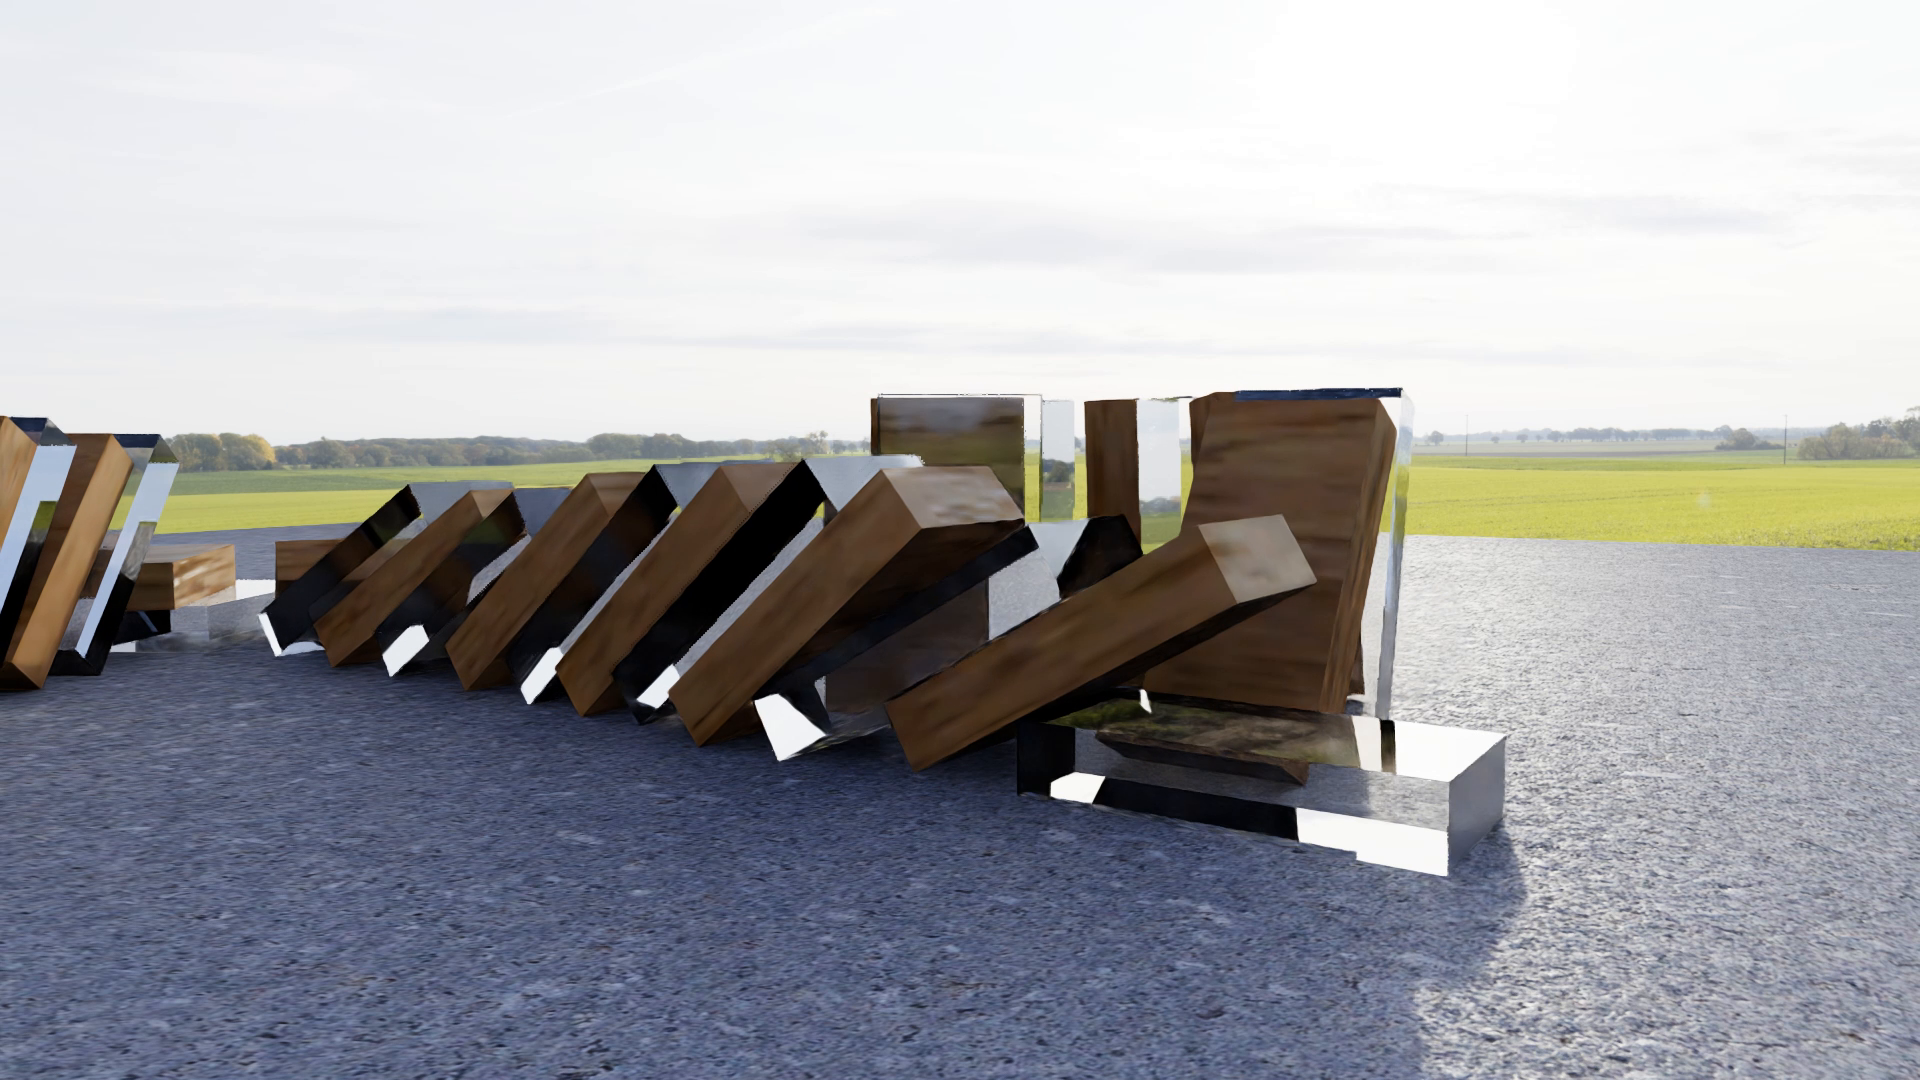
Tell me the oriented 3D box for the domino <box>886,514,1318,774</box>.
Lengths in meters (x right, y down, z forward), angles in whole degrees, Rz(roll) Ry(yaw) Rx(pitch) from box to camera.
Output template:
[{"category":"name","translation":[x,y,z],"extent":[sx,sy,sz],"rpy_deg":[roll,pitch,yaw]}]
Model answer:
[{"category":"domino","translation":[0.017,0.013,0.162],"extent":[0.050,0.009,0.025],"rpy_deg":[-33,-15,32]}]

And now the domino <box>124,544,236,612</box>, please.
[{"category":"domino","translation":[-0.176,0.008,0.276],"extent":[0.025,0.009,0.050],"rpy_deg":[-1,4,-17]}]

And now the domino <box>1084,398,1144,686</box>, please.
[{"category":"domino","translation":[0.030,0.000,0.236],"extent":[0.010,0.050,0.025],"rpy_deg":[-1,4,13]}]

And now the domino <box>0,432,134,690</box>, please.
[{"category":"domino","translation":[-0.173,0.003,0.232],"extent":[0.025,0.050,0.010],"rpy_deg":[0,-35,-4]}]

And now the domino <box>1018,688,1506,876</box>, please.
[{"category":"domino","translation":[0.035,0.027,0.150],"extent":[0.050,0.009,0.025],"rpy_deg":[3,5,35]}]

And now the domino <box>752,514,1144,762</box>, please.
[{"category":"domino","translation":[-0.001,0.013,0.171],"extent":[0.050,0.009,0.025],"rpy_deg":[-33,-14,31]}]

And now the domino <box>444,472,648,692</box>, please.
[{"category":"domino","translation":[-0.064,0.007,0.220],"extent":[0.050,0.009,0.025],"rpy_deg":[-42,-20,30]}]

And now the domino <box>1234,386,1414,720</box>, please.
[{"category":"domino","translation":[0.053,0.003,0.193],"extent":[0.025,0.050,0.010],"rpy_deg":[3,-10,31]}]

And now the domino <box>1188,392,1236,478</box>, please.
[{"category":"domino","translation":[0.053,0.001,0.212],"extent":[0.025,0.050,0.010],"rpy_deg":[-1,-4,-16]}]

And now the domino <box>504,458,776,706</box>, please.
[{"category":"domino","translation":[-0.050,0.007,0.208],"extent":[0.050,0.009,0.025],"rpy_deg":[-45,-20,30]}]

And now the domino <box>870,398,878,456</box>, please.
[{"category":"domino","translation":[-0.002,0.001,0.216],"extent":[0.025,0.050,0.009],"rpy_deg":[0,4,4]}]

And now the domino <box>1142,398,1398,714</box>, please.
[{"category":"domino","translation":[0.043,0.005,0.179],"extent":[0.025,0.050,0.009],"rpy_deg":[3,-22,36]}]

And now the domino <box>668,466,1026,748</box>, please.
[{"category":"domino","translation":[-0.016,0.009,0.180],"extent":[0.050,0.009,0.025],"rpy_deg":[-44,-20,28]}]

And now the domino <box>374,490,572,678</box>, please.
[{"category":"domino","translation":[-0.082,0.008,0.232],"extent":[0.050,0.010,0.025],"rpy_deg":[-36,-17,32]}]

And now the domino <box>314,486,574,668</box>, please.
[{"category":"domino","translation":[-0.097,0.007,0.245],"extent":[0.050,0.010,0.025],"rpy_deg":[-33,-11,25]}]

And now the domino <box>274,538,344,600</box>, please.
[{"category":"domino","translation":[-0.123,0.010,0.283],"extent":[0.050,0.009,0.025],"rpy_deg":[-2,-32,-30]}]

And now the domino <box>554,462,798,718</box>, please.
[{"category":"domino","translation":[-0.039,0.008,0.199],"extent":[0.050,0.009,0.025],"rpy_deg":[-45,-20,30]}]

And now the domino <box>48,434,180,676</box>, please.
[{"category":"domino","translation":[-0.171,0.002,0.245],"extent":[0.025,0.050,0.009],"rpy_deg":[0,-35,-5]}]

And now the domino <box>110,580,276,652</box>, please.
[{"category":"domino","translation":[-0.166,0.016,0.287],"extent":[0.025,0.010,0.050],"rpy_deg":[0,4,0]}]

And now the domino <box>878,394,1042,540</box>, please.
[{"category":"domino","translation":[0.000,0.002,0.201],"extent":[0.025,0.050,0.009],"rpy_deg":[0,4,0]}]

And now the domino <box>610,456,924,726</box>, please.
[{"category":"domino","translation":[-0.027,0.007,0.188],"extent":[0.050,0.009,0.025],"rpy_deg":[-44,-20,29]}]

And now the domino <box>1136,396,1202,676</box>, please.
[{"category":"domino","translation":[0.044,0.000,0.225],"extent":[0.025,0.050,0.009],"rpy_deg":[-3,3,-38]}]

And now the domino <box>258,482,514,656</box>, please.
[{"category":"domino","translation":[-0.112,0.006,0.253],"extent":[0.050,0.009,0.025],"rpy_deg":[-33,-11,24]}]

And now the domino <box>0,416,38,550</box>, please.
[{"category":"domino","translation":[-0.172,0.003,0.207],"extent":[0.025,0.050,0.009],"rpy_deg":[-1,-28,-4]}]

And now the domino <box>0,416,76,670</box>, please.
[{"category":"domino","translation":[-0.173,0.003,0.218],"extent":[0.025,0.050,0.010],"rpy_deg":[0,-28,-4]}]

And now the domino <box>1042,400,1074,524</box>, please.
[{"category":"domino","translation":[0.009,0.000,0.232],"extent":[0.009,0.050,0.025],"rpy_deg":[-3,5,-35]}]
